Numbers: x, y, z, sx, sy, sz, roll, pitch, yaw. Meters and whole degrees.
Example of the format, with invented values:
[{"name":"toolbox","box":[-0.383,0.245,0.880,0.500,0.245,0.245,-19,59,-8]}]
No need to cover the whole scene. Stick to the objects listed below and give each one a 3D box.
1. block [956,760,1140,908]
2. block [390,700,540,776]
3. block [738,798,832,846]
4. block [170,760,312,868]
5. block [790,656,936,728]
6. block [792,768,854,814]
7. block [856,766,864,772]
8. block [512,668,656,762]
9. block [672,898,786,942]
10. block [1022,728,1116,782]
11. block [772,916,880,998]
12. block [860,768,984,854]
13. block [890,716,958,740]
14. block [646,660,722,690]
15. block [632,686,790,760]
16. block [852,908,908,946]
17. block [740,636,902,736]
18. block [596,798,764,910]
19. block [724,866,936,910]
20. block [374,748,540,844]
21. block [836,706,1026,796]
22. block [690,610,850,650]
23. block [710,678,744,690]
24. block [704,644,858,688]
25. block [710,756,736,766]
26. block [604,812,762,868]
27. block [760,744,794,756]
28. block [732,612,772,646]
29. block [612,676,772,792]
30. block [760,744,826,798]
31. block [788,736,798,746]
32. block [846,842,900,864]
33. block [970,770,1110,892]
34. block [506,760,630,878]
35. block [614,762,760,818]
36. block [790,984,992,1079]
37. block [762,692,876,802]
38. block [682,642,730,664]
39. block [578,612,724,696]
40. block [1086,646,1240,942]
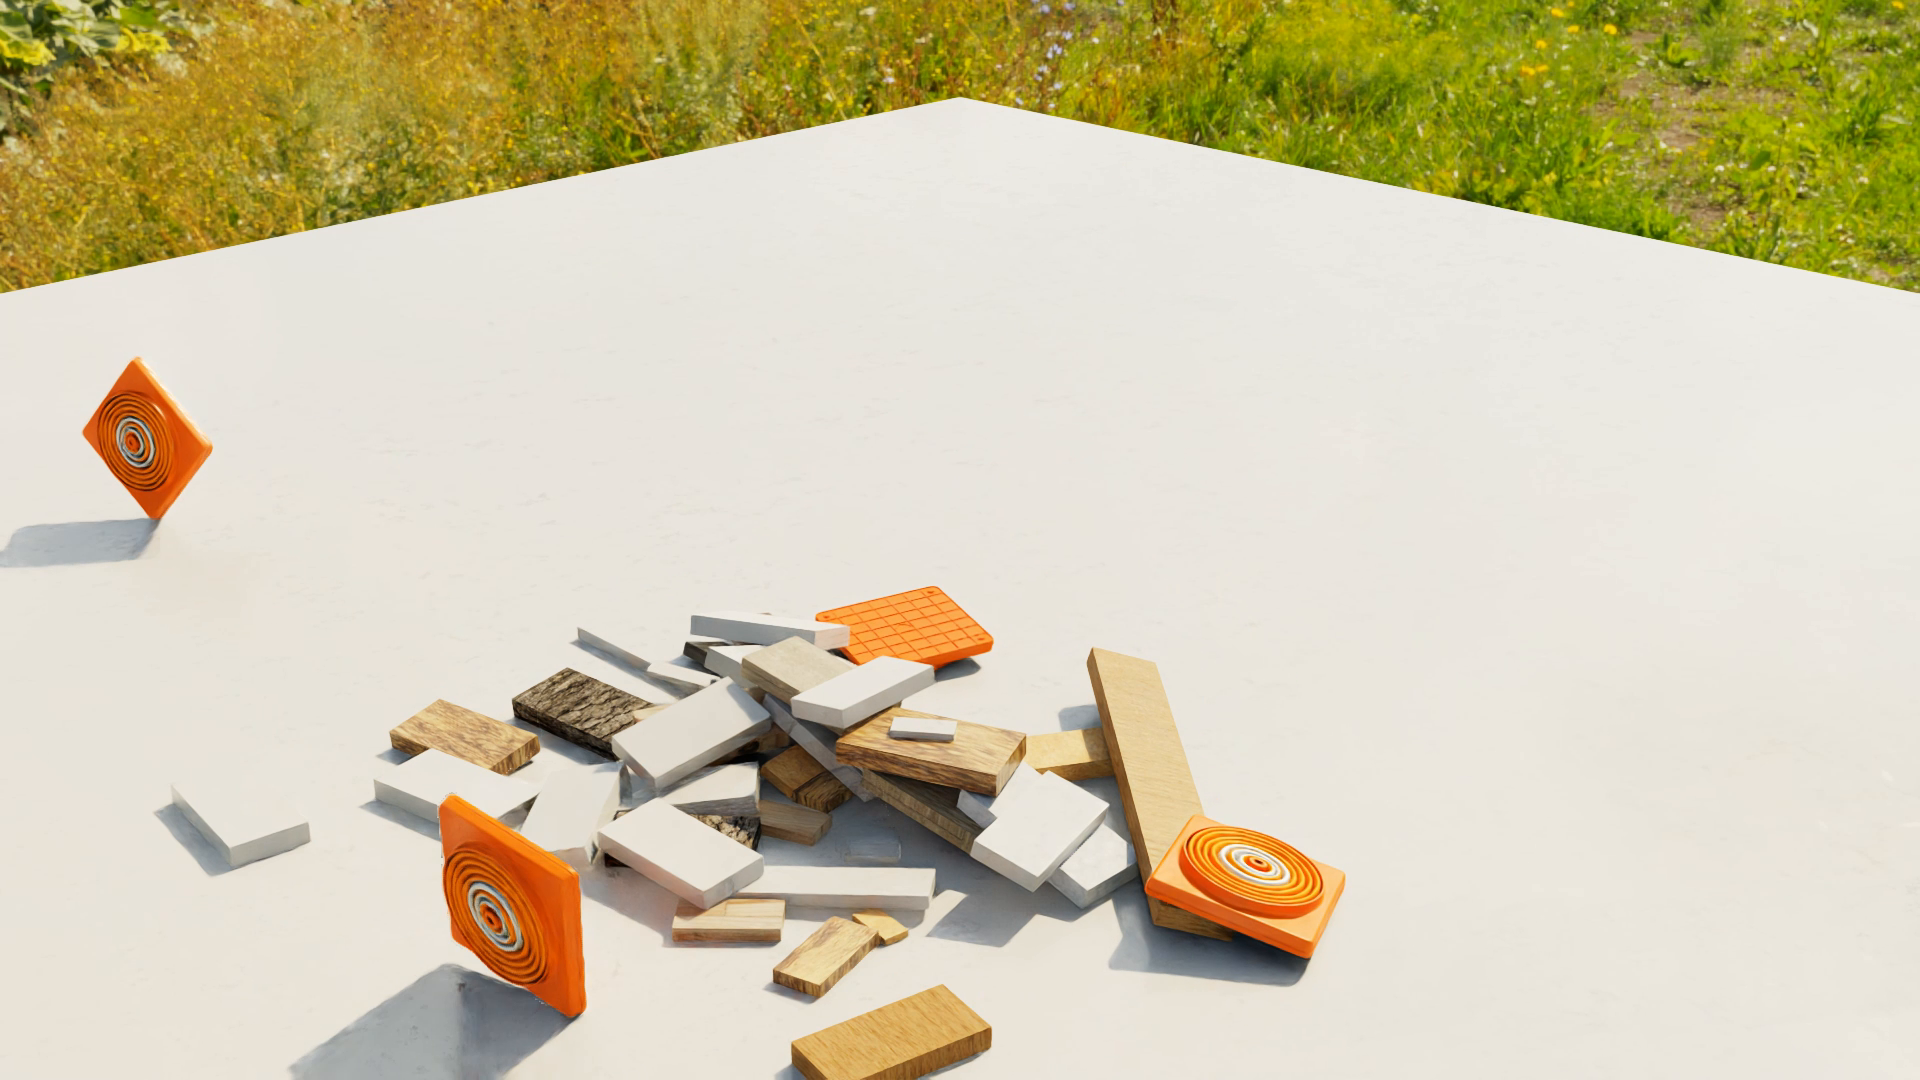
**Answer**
[{"name":"block","box":[0.174,0.564,4.256,0.338,0.048,0.169,36,39,31]},{"name":"block","box":[-1.053,0.429,4.676,0.296,0.042,0.148,15,34,32]},{"name":"block","box":[-0.354,0.564,4.401,0.175,0.025,0.088,10,25,21]},{"name":"block","box":[-1.446,0.546,4.415,0.161,0.046,0.321,-17,28,-35]},{"name":"block","box":[-0.196,0.308,4.485,0.140,0.040,0.281,9,21,39]},{"name":"block","box":[-0.256,0.506,4.537,0.088,0.025,0.176,15,27,31]},{"name":"block","box":[-0.073,0.477,4.472,0.319,0.045,0.159,34,38,29]},{"name":"block","box":[-0.805,0.378,4.792,0.327,0.046,0.163,18,34,36]},{"name":"block","box":[-0.426,0.703,4.067,0.199,0.028,0.099,0,23,1]},{"name":"block","box":[0.239,0.454,4.639,0.281,0.040,0.140,-6,24,-14]},{"name":"block","box":[-0.240,0.749,3.959,0.099,0.028,0.199,13,26,27]},{"name":"block","box":[-0.011,0.514,4.352,0.338,0.048,0.169,29,36,23]},{"name":"block","box":[-0.072,0.375,4.367,0.127,0.015,0.052,3,26,6]},{"name":"block","box":[-0.551,0.320,4.889,0.293,0.013,0.046,14,31,8]},{"name":"block","box":[-0.522,0.394,4.606,0.296,0.042,0.148,-10,42,-19]},{"name":"block","box":[-0.147,0.712,4.063,0.052,0.015,0.104,-17,28,-34]},{"name":"block","box":[-0.292,0.305,4.602,0.319,0.045,0.159,27,32,35]},{"name":"block","box":[-0.535,0.597,4.202,0.303,0.043,0.152,22,34,37]},{"name":"block","box":[-0.251,0.655,4.155,0.400,0.028,0.099,0,21,7]},{"name":"block","box":[-1.021,0.519,4.480,0.321,0.046,0.161,15,27,31]},{"name":"block","box":[-0.056,0.412,4.362,0.338,0.048,0.169,10,27,19]},{"name":"block","box":[-0.435,0.207,5.041,0.327,0.046,0.163,6,5,25]},{"name":"block","box":[-0.469,0.357,4.825,0.176,0.025,0.088,8,42,1]},{"name":"block","box":[-0.393,0.283,4.897,0.163,0.046,0.327,23,13,37]},{"name":"block","box":[-0.555,0.433,4.707,0.176,0.025,0.088,16,28,34]},{"name":"block","box":[-0.542,0.592,4.314,0.284,0.040,0.141,2,23,4]},{"name":"block","box":[-0.379,0.433,4.708,0.176,0.025,0.088,12,26,25]},{"name":"block","box":[-0.473,0.235,5.168,0.110,0.031,0.220,-8,24,-17]},{"name":"block","box":[-0.551,0.398,4.532,0.296,0.042,0.148,-27,50,-34]},{"name":"block","box":[-0.327,0.469,4.584,0.088,0.025,0.175,37,37,20]},{"name":"block","box":[-0.480,0.400,4.697,0.283,0.040,0.141,-6,26,-14]},{"name":"block","box":[-0.170,0.612,4.300,0.104,0.015,0.052,0,23,1]},{"name":"block","box":[0.154,0.551,4.187,0.140,0.040,0.281,28,36,20]},{"name":"block","box":[-0.771,0.549,4.352,0.161,0.046,0.321,-9,23,10]},{"name":"block","box":[-0.550,0.515,4.457,0.283,0.040,0.141,-6,23,1]},{"name":"block","box":[-0.115,0.850,3.703,0.303,0.043,0.152,-15,27,-31]},{"name":"block","box":[-0.248,0.407,4.592,0.319,0.045,0.159,38,37,26]},{"name":"block","box":[-0.517,0.278,4.988,0.110,0.031,0.220,3,14,-46]},{"name":"block","box":[-0.680,0.275,5.072,0.526,0.031,0.110,21,31,40]},{"name":"block","box":[0.395,0.486,4.461,0.152,0.043,1.010,15,23,-11]}]
